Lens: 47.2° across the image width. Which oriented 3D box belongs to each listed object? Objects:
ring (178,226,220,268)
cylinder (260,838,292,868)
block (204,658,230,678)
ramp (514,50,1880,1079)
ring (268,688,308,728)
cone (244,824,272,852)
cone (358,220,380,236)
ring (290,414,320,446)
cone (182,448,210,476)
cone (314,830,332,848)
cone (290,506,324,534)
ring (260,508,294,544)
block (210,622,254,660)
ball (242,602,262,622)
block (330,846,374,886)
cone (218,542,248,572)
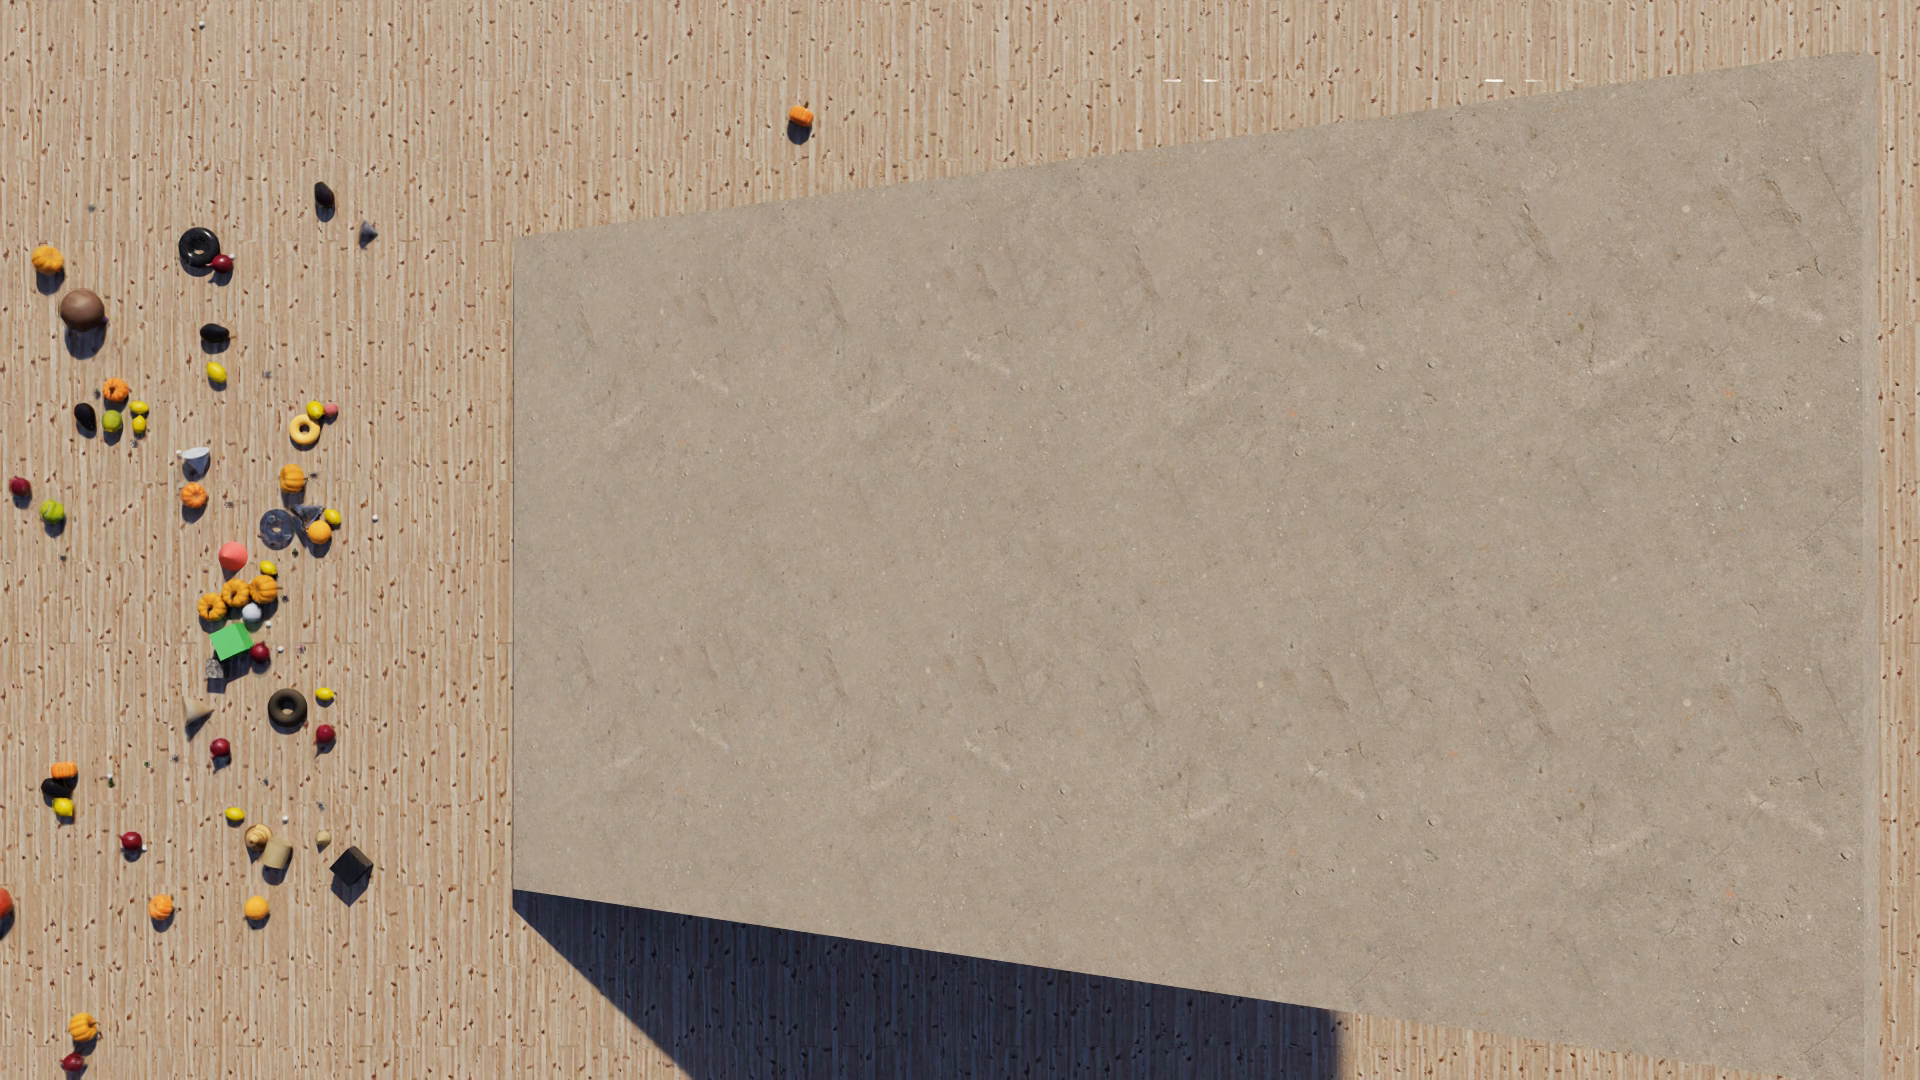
[{"bbox_3d":[-2.358,-0.907,6.814,0.127,0.042,0.127,0,90,-1],"label":"ring"},{"bbox_3d":[-2.109,0.966,6.786,0.074,0.074,0.074,20,90,0],"label":"cylinder"},{"bbox_3d":[-2.295,0.397,6.799,0.056,0.056,0.056,5,90,0],"label":"block"},{"bbox_3d":[0.215,0.062,5.531,4.000,0.100,2.000,0,90,39],"label":"ramp"},{"bbox_3d":[-2.081,0.519,6.806,0.121,0.040,0.121,0,90,-1],"label":"ring"},{"bbox_3d":[-2.177,0.923,6.778,0.090,0.090,0.090,0,90,0],"label":"cone"},{"bbox_3d":[-1.829,-0.956,6.823,0.055,0.055,0.055,20,90,-26],"label":"cone"},{"bbox_3d":[-2.031,-0.342,6.816,0.096,0.032,0.096,0,91,-1],"label":"ring"},{"bbox_3d":[-2.359,-0.232,6.812,0.085,0.085,0.085,-5,116,0],"label":"cone"},{"bbox_3d":[-1.976,0.927,6.797,0.052,0.052,0.052,0,90,0],"label":"cone"},{"bbox_3d":[-2.009,-0.084,6.808,0.097,0.097,0.097,-29,90,-27],"label":"cone"},{"bbox_3d":[-2.116,-0.043,6.812,0.108,0.036,0.108,0,91,1],"label":"ring"},{"bbox_3d":[-2.245,0.313,6.784,0.087,0.087,0.087,-25,90,0],"label":"block"},{"bbox_3d":[-2.188,0.224,6.798,0.059,0.059,0.059,0,90,0],"label":"ball"},{"bbox_3d":[-1.876,1.006,6.782,0.082,0.082,0.082,43,90,0],"label":"block"},{"bbox_3d":[-2.257,0.051,6.783,0.091,0.091,0.091,0,90,0],"label":"cone"}]
